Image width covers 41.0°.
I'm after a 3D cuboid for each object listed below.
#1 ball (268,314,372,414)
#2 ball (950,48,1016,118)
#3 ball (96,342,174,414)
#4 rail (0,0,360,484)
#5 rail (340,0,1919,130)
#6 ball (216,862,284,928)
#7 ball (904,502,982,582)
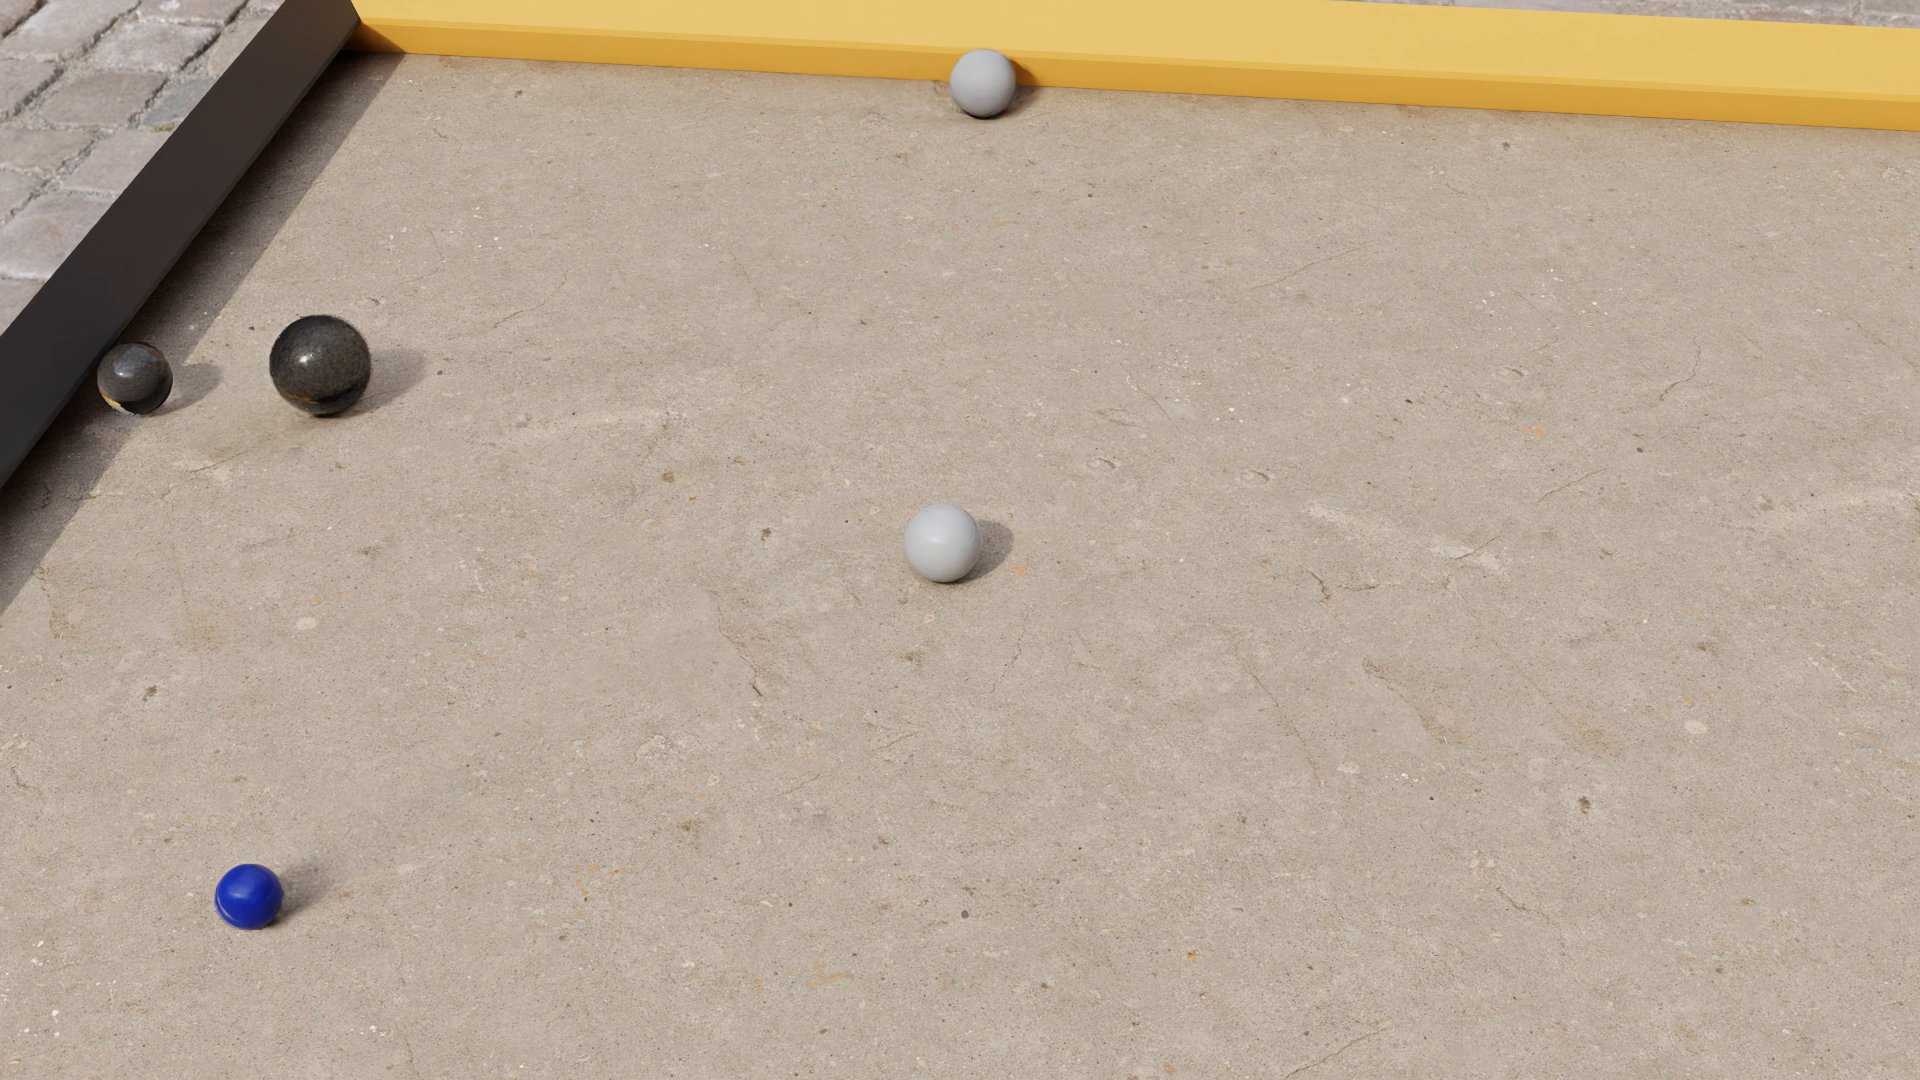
[{"bbox_3d":[-0.526,-0.144,2.110,0.082,0.082,0.082,0,35,0],"label":"ball"},{"bbox_3d":[0.023,-0.459,2.575,0.068,0.068,0.068,0,35,0],"label":"ball"},{"bbox_3d":[-0.680,-0.133,2.113,0.060,0.060,0.060,0,35,0],"label":"ball"},{"bbox_3d":[-0.742,-0.072,1.983,0.045,0.107,1.739,4,35,6],"label":"rail"},{"bbox_3d":[0.868,-0.447,2.522,3.084,0.107,0.045,4,35,6],"label":"rail"},{"bbox_3d":[-0.448,0.224,1.616,0.041,0.041,0.041,0,35,0],"label":"ball"},{"bbox_3d":[-0.013,0.002,1.920,0.060,0.060,0.060,0,35,0],"label":"ball"}]
